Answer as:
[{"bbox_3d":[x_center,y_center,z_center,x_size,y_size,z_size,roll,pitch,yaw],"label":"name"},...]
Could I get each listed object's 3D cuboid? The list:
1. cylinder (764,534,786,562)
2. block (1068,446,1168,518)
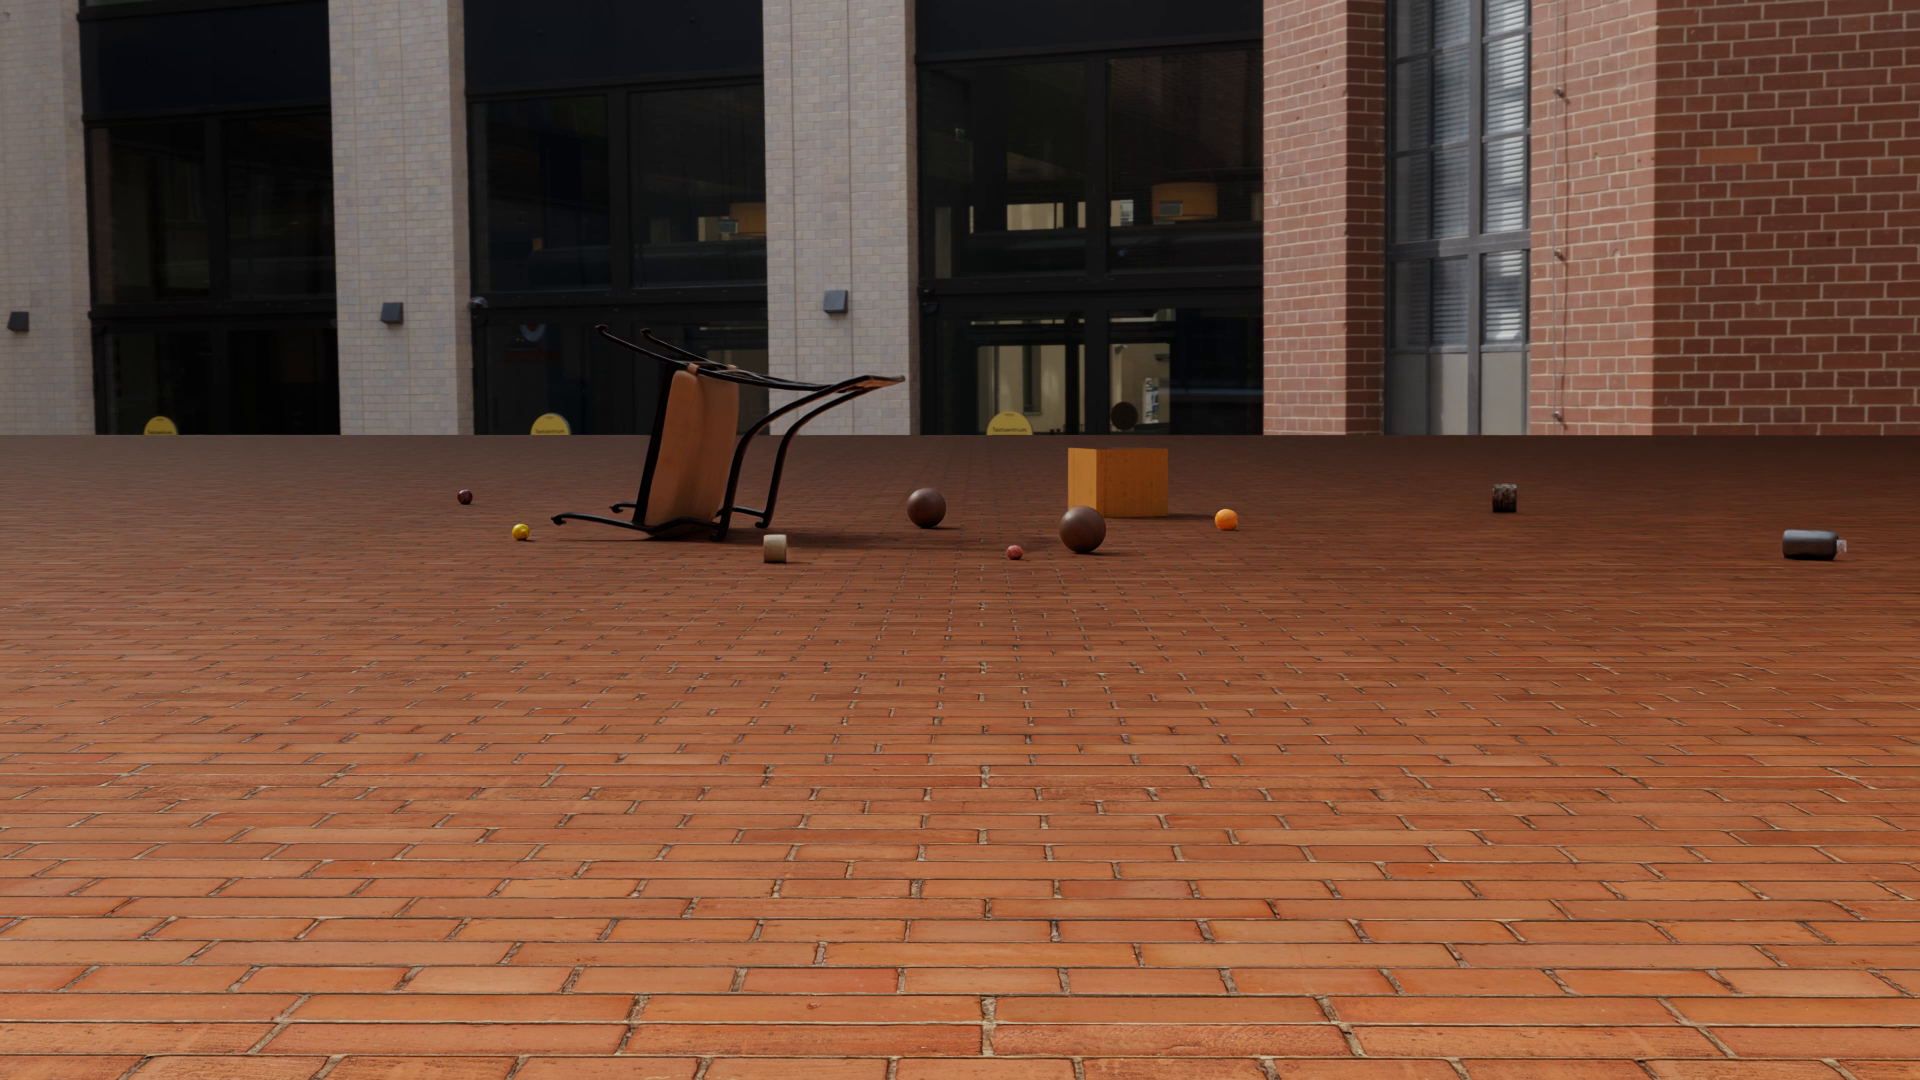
[{"bbox_3d":[-0.479,0.022,5.699,0.058,0.067,0.078,0,43,-3],"label":"cylinder"},{"bbox_3d":[0.562,-0.208,7.847,0.271,0.238,0.273,-1,4,-18],"label":"block"}]
